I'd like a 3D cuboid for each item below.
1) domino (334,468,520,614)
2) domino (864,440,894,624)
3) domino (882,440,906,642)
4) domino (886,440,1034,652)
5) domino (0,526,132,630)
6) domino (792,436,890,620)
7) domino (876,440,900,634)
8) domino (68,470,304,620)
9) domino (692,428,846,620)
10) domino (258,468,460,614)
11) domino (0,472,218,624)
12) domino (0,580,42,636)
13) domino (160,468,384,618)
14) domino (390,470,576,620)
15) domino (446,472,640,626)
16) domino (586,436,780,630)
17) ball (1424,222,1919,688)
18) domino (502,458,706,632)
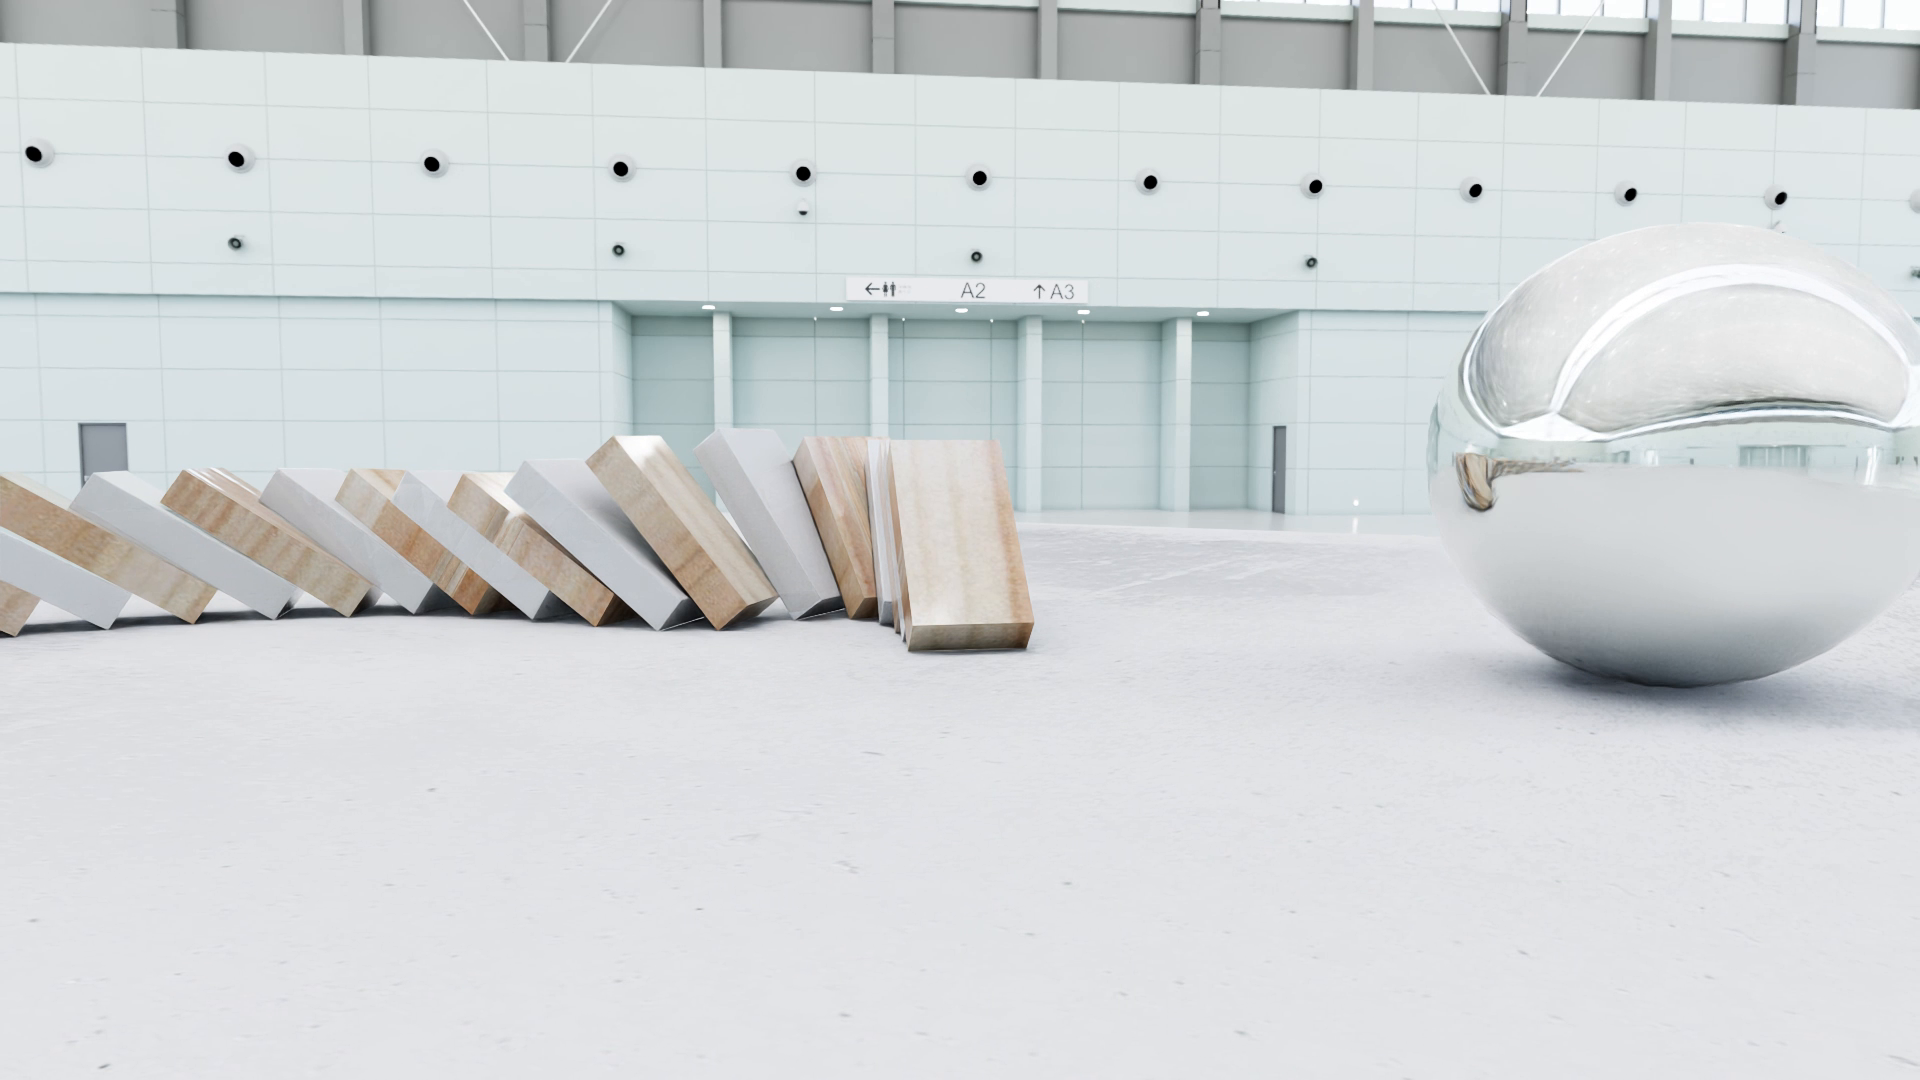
[{"bbox_3d":[-0.132,0.000,0.328,0.050,0.009,0.025,36,12,14],"label":"domino"},{"bbox_3d":[-0.009,-0.003,0.314,0.025,0.050,0.009,0,-38,-11],"label":"domino"},{"bbox_3d":[-0.003,-0.001,0.289,0.025,0.050,0.010,-1,-38,-11],"label":"domino"},{"bbox_3d":[-0.001,0.000,0.277,0.025,0.050,0.009,-1,-38,-11],"label":"domino"},{"bbox_3d":[-0.217,0.003,0.291,0.050,0.009,0.025,37,-17,-32],"label":"domino"},{"bbox_3d":[-0.023,-0.004,0.326,0.025,0.050,0.009,-3,-35,-32],"label":"domino"},{"bbox_3d":[-0.005,-0.002,0.302,0.025,0.050,0.010,-1,-38,-11],"label":"domino"},{"bbox_3d":[-0.187,0.001,0.315,0.050,0.009,0.025,34,-7,-17],"label":"domino"},{"bbox_3d":[-0.044,-0.005,0.323,0.010,0.050,0.025,-36,-11,22],"label":"domino"},{"bbox_3d":[-0.150,0.000,0.330,0.050,0.009,0.025,35,7,5],"label":"domino"},{"bbox_3d":[-0.203,0.002,0.304,0.050,0.009,0.025,36,-12,-25],"label":"domino"},{"bbox_3d":[-0.230,0.004,0.278,0.025,0.009,0.050,4,-26,48],"label":"domino"},{"bbox_3d":[-0.169,0.000,0.322,0.050,0.009,0.025,35,-3,-11],"label":"domino"},{"bbox_3d":[-0.115,0.000,0.322,0.050,0.010,0.025,36,13,14],"label":"domino"},{"bbox_3d":[-0.098,0.001,0.315,0.050,0.009,0.025,36,14,13],"label":"domino"},{"bbox_3d":[-0.065,-0.003,0.305,0.009,0.050,0.025,-40,-4,12],"label":"domino"},{"bbox_3d":[0.124,-0.014,0.224,0.080,0.080,0.080,0,4,0],"label":"ball"},{"bbox_3d":[-0.082,0.000,0.306,0.050,0.009,0.025,40,12,8],"label":"domino"}]
